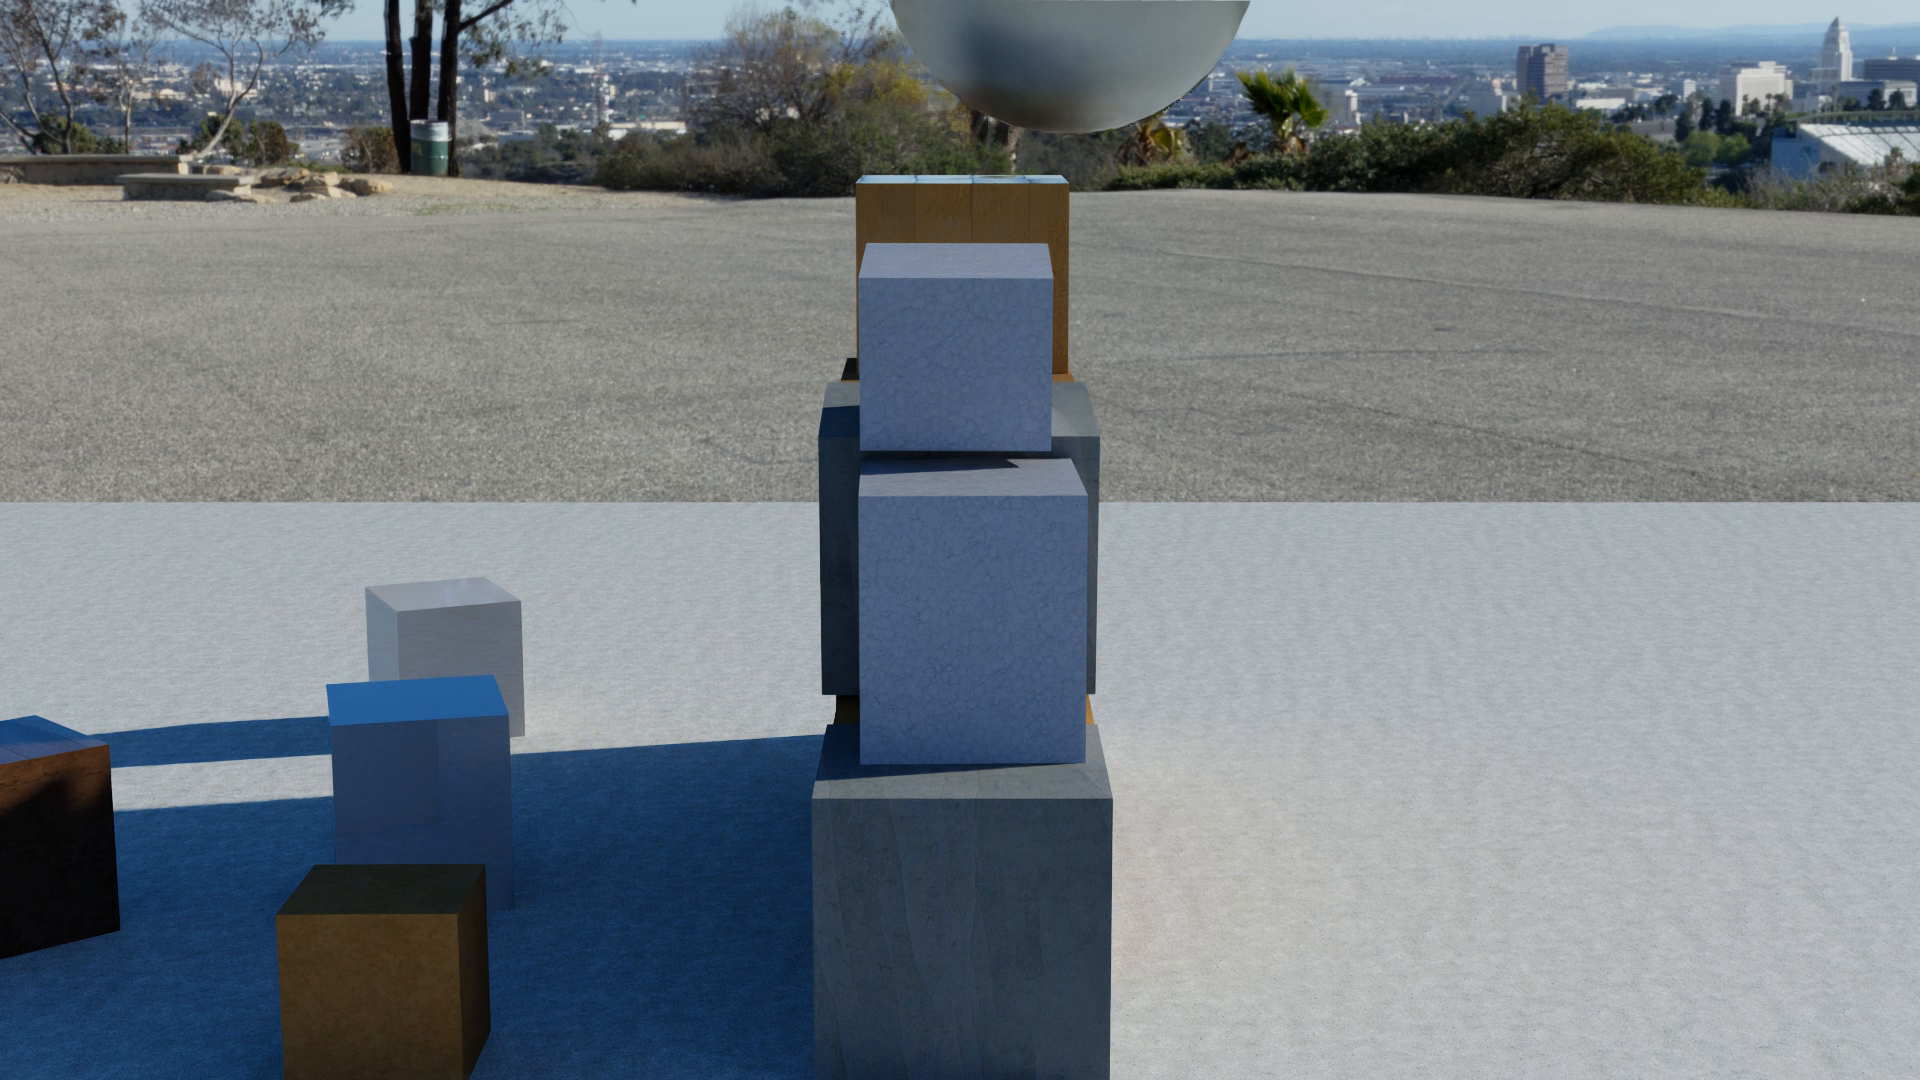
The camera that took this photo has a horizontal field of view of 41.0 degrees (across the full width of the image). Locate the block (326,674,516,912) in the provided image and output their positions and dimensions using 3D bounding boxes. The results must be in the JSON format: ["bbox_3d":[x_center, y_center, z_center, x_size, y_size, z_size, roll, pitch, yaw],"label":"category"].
[{"bbox_3d":[-2.343,1.104,11.112,0.730,0.853,0.760,-3,11,-15],"label":"block"}]

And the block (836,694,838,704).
[{"bbox_3d":[0.006,0.942,11.327,1.061,1.093,0.958,0,10,0],"label":"block"}]

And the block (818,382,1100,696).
[{"bbox_3d":[-0.010,-0.025,10.616,1.101,1.070,0.943,0,17,-1],"label":"block"}]

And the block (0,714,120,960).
[{"bbox_3d":[-3.989,1.231,10.565,0.744,0.797,0.681,-10,14,-43],"label":"block"}]

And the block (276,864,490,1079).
[{"bbox_3d":[-2.051,1.558,9.190,0.624,0.646,0.572,0,10,-1],"label":"block"}]

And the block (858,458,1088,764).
[{"bbox_3d":[0.035,0.244,9.664,0.817,0.983,0.927,0,10,-1],"label":"block"}]

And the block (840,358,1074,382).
[{"bbox_3d":[-0.015,-0.227,11.621,1.014,1.095,0.984,0,10,-1],"label":"block"}]

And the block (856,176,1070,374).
[{"bbox_3d":[0.010,-1.227,11.725,0.935,0.837,0.894,0,10,0],"label":"block"}]

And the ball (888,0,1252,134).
[{"bbox_3d":[0.457,-2.504,10.725,1.600,1.600,1.600,0,10,0],"label":"ball"}]

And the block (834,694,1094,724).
[{"bbox_3d":[0.015,1.149,10.410,1.016,1.014,0.905,0,10,0],"label":"block"}]

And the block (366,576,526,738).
[{"bbox_3d":[-2.792,0.653,13.895,0.665,0.743,0.734,-5,11,-25],"label":"block"}]

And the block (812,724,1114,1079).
[{"bbox_3d":[0.008,1.311,9.447,1.040,1.040,1.028,0,10,0],"label":"block"}]

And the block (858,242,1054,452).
[{"bbox_3d":[-0.014,-0.768,10.063,0.730,0.668,0.751,0,17,0],"label":"block"}]
